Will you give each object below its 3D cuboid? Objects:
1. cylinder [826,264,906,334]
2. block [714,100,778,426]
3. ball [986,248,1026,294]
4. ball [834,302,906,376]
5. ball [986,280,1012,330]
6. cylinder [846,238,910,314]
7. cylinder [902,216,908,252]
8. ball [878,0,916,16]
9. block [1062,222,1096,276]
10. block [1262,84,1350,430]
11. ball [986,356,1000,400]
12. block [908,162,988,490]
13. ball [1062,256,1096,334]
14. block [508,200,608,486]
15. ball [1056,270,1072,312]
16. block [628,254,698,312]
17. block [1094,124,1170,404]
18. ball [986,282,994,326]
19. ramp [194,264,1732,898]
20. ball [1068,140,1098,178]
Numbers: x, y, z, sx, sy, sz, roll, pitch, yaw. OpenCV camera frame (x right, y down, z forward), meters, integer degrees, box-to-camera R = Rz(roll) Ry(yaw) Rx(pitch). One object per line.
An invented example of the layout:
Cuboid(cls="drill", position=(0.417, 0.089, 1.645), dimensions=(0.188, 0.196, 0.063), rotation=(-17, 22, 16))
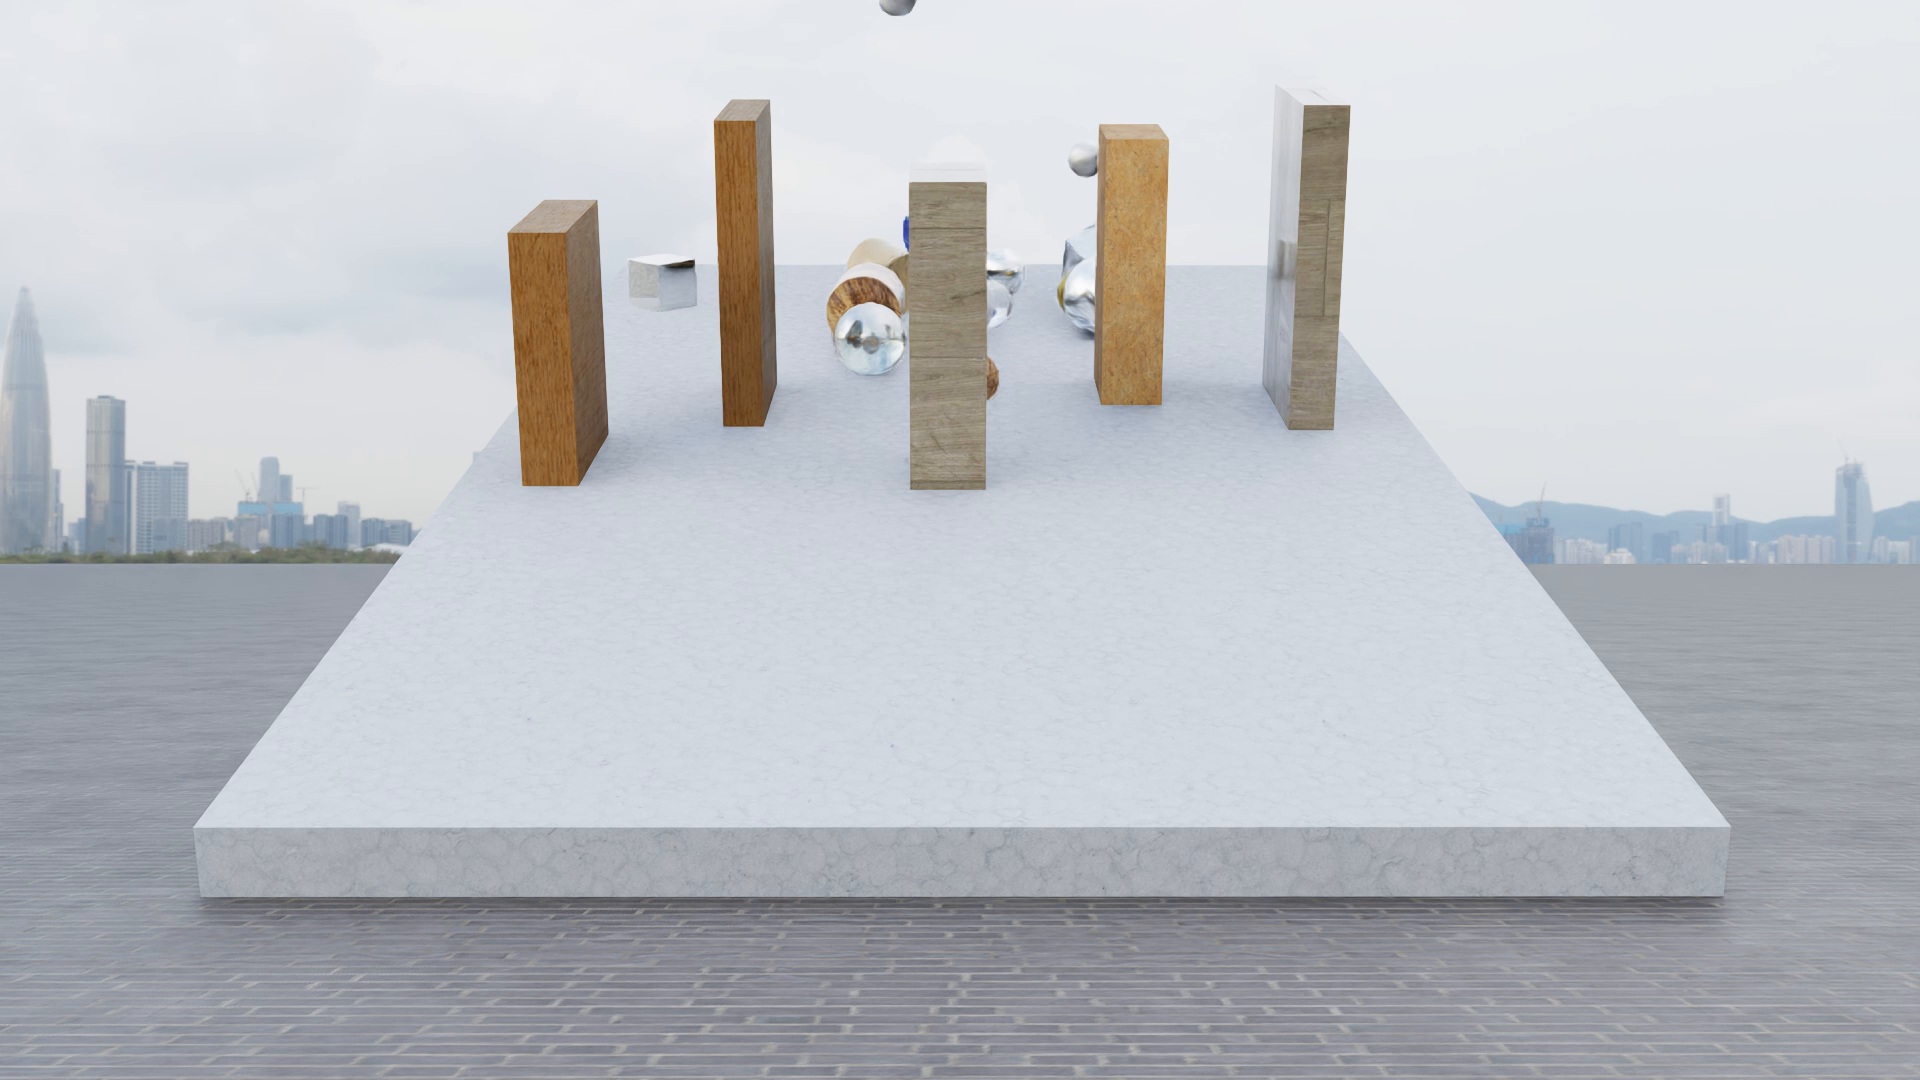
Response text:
Cuboid(cls="cylinder", position=(-0.237, -0.594, 5.660), dimensions=(0.186, 0.186, 0.186), rotation=(0, 17, 3))
Cuboid(cls="block", position=(-0.474, -0.624, 4.962), dimensions=(0.088, 0.661, 0.403), rotation=(0, 17, 0))
Cuboid(cls="ball", position=(0.118, -0.752, 6.247), dimensions=(0.134, 0.134, 0.134), rotation=(0, 0, 0))
Cuboid(cls="ball", position=(-0.215, -0.479, 5.314), dimensions=(0.173, 0.173, 0.173), rotation=(0, 0, 0))
Cuboid(cls="ball", position=(0.073, -0.615, 5.824), dimensions=(0.127, 0.127, 0.127), rotation=(0, 0, 0))
Cuboid(cls="cylinder", position=(-0.196, -0.718, 6.048), dimensions=(0.165, 0.165, 0.165), rotation=(0, 23, -38))
Cuboid(cls="cylinder", position=(-0.056, -0.899, 6.604), dimensions=(0.170, 0.170, 0.170), rotation=(-20, 6, -20))
Cuboid(cls="ball", position=(-0.178, -1.538, 6.314), dimensions=(0.111, 0.111, 0.111), rotation=(0, 0, 0))
Cuboid(cls="block", position=(0.386, -0.757, 6.065), dimensions=(0.148, 0.148, 0.148), rotation=(-34, -26, -21))
Cuboid(cls="block", position=(0.763, -0.636, 4.945), dimensions=(0.098, 0.698, 0.431), rotation=(0, 17, 0))
Cuboid(cls="ball", position=(0.031, -0.366, 5.052), dimensions=(0.117, 0.117, 0.117), rotation=(0, 0, 0))
Cuboid(cls="block", position=(-0.024, -0.428, 4.434), dimensions=(0.149, 0.606, 0.270), rotation=(0, 17, 0))
Cuboid(cls="ball", position=(0.366, -0.629, 5.744), dimensions=(0.203, 0.203, 0.203), rotation=(0, 0, 0))
Cuboid(cls="block", position=(-0.812, -0.409, 4.537), dimensions=(0.111, 0.505, 0.409), rotation=(0, 17, 0))
Cuboid(cls="ball", position=(0.326, -0.657, 5.946), dimensions=(0.135, 0.135, 0.135), rotation=(0, 0, 0))
Cuboid(cls="block", position=(-0.814, -0.704, 6.098), dimensions=(0.130, 0.130, 0.130), rotation=(16, 23, 41))
Cuboid(cls="block", position=(0.389, -0.633, 5.099), dimensions=(0.137, 0.598, 0.276), rotation=(0, 17, 0))
Cuboid(cls="ball", position=(-0.002, -0.600, 5.688), dimensions=(0.180, 0.180, 0.180), rotation=(0, 0, 0))
Cuboid(cls="ramp", position=(-0.003, -0.180, 4.821), dimensions=(2.000, 0.100, 4.000), rotation=(0, 17, 0))
Cuboid(cls="ball", position=(0.369, -1.114, 6.511), dimensions=(0.108, 0.108, 0.108), rotation=(0, 0, 0))
